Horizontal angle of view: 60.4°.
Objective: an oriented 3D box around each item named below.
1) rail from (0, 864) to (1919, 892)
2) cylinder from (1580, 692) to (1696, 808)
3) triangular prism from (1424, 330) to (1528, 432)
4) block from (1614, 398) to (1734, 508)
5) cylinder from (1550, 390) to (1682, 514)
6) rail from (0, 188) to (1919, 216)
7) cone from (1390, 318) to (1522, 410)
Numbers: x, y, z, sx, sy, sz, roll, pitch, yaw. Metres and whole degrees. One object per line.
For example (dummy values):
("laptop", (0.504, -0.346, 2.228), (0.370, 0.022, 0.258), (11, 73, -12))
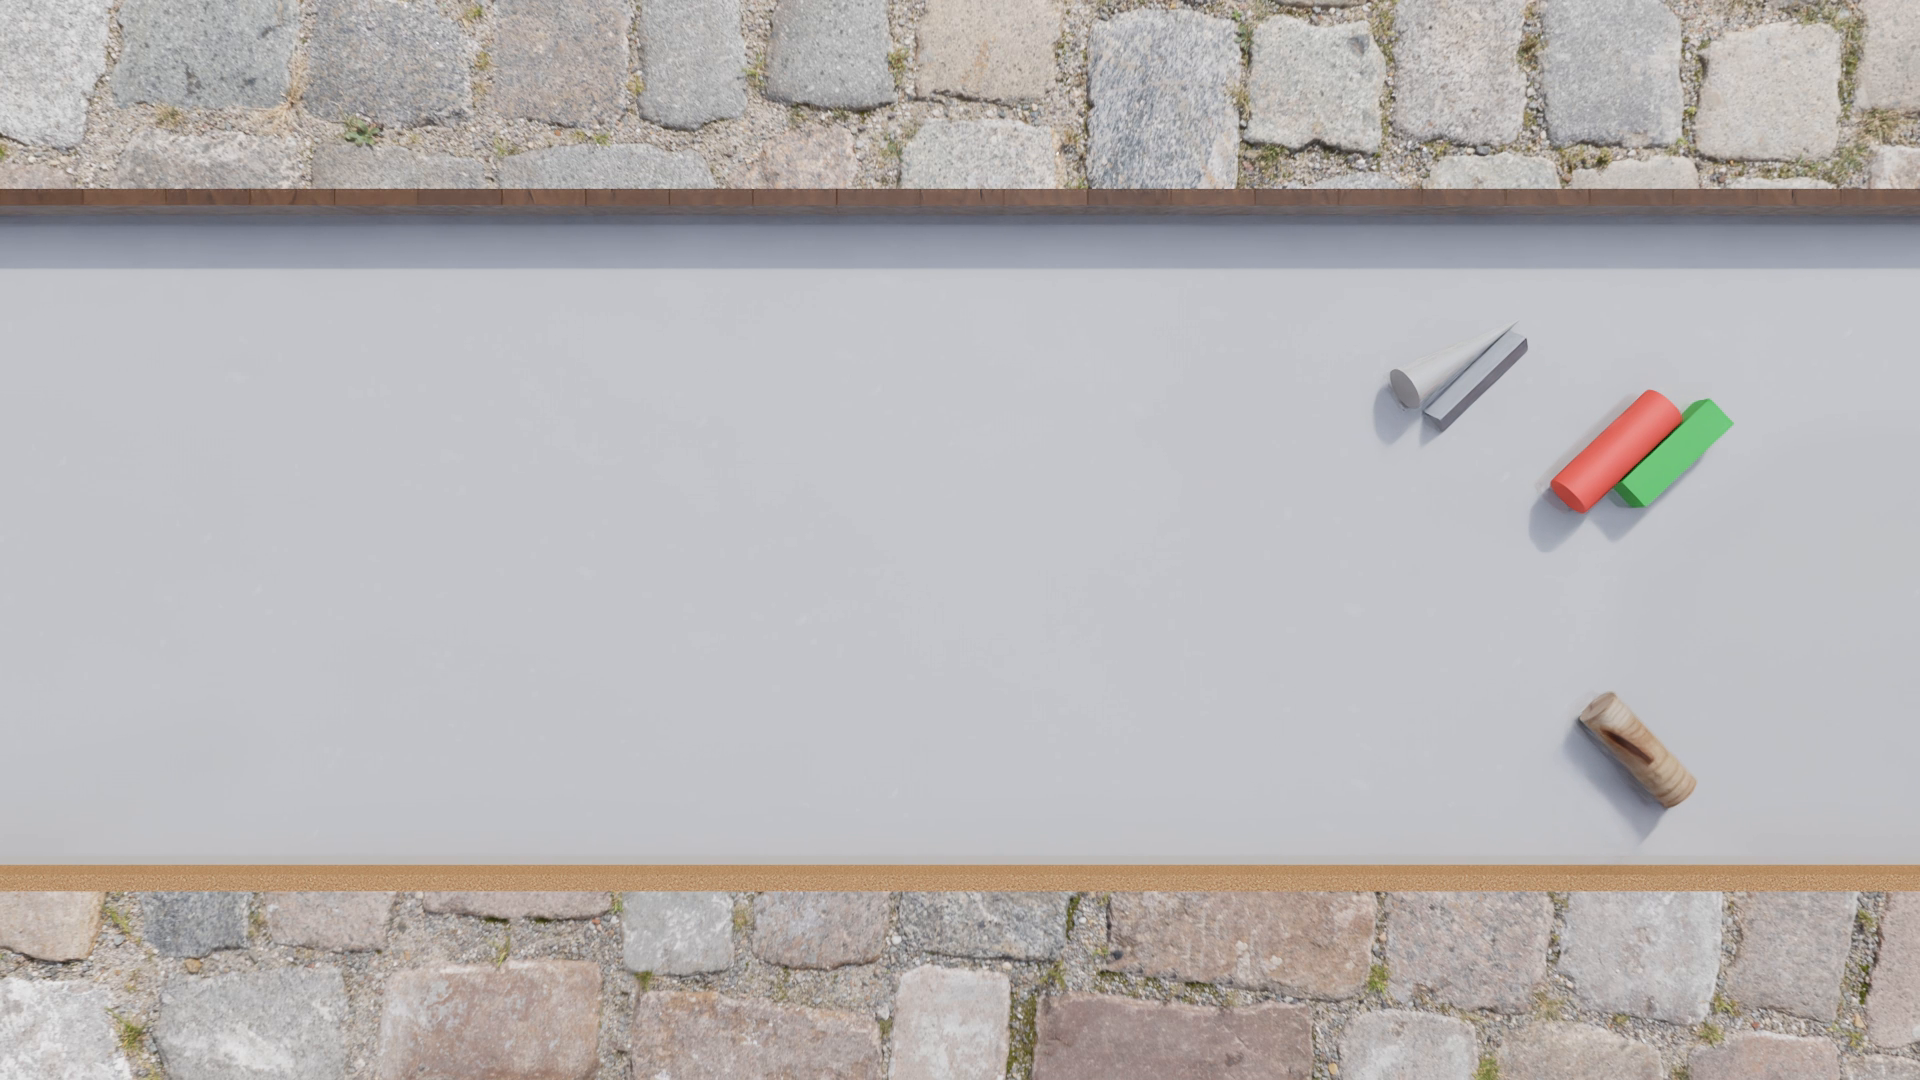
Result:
("rail", (-2.247, 1.025, 5.001), (12.000, 0.150, 0.050), (0, 90, 0))
("cylinder", (2.062, 0.638, 5.014), (0.125, 0.125, 0.365), (-43, 90, 0))
("triangular prism", (1.585, -0.490, 5.037), (0.363, 0.076, 0.087), (-44, 90, 0))
("block", (2.165, -0.263, 5.024), (0.366, 0.105, 0.105), (-43, 90, 0))
("cylinder", (1.991, -0.268, 5.007), (0.401, 0.140, 0.140), (-43, 90, 0))
("rail", (-2.247, -1.025, 5.002), (12.000, 0.150, 0.050), (0, 90, 0))
("cone", (1.541, -0.571, 5.042), (0.447, 0.140, 0.140), (-31, 90, -9))
